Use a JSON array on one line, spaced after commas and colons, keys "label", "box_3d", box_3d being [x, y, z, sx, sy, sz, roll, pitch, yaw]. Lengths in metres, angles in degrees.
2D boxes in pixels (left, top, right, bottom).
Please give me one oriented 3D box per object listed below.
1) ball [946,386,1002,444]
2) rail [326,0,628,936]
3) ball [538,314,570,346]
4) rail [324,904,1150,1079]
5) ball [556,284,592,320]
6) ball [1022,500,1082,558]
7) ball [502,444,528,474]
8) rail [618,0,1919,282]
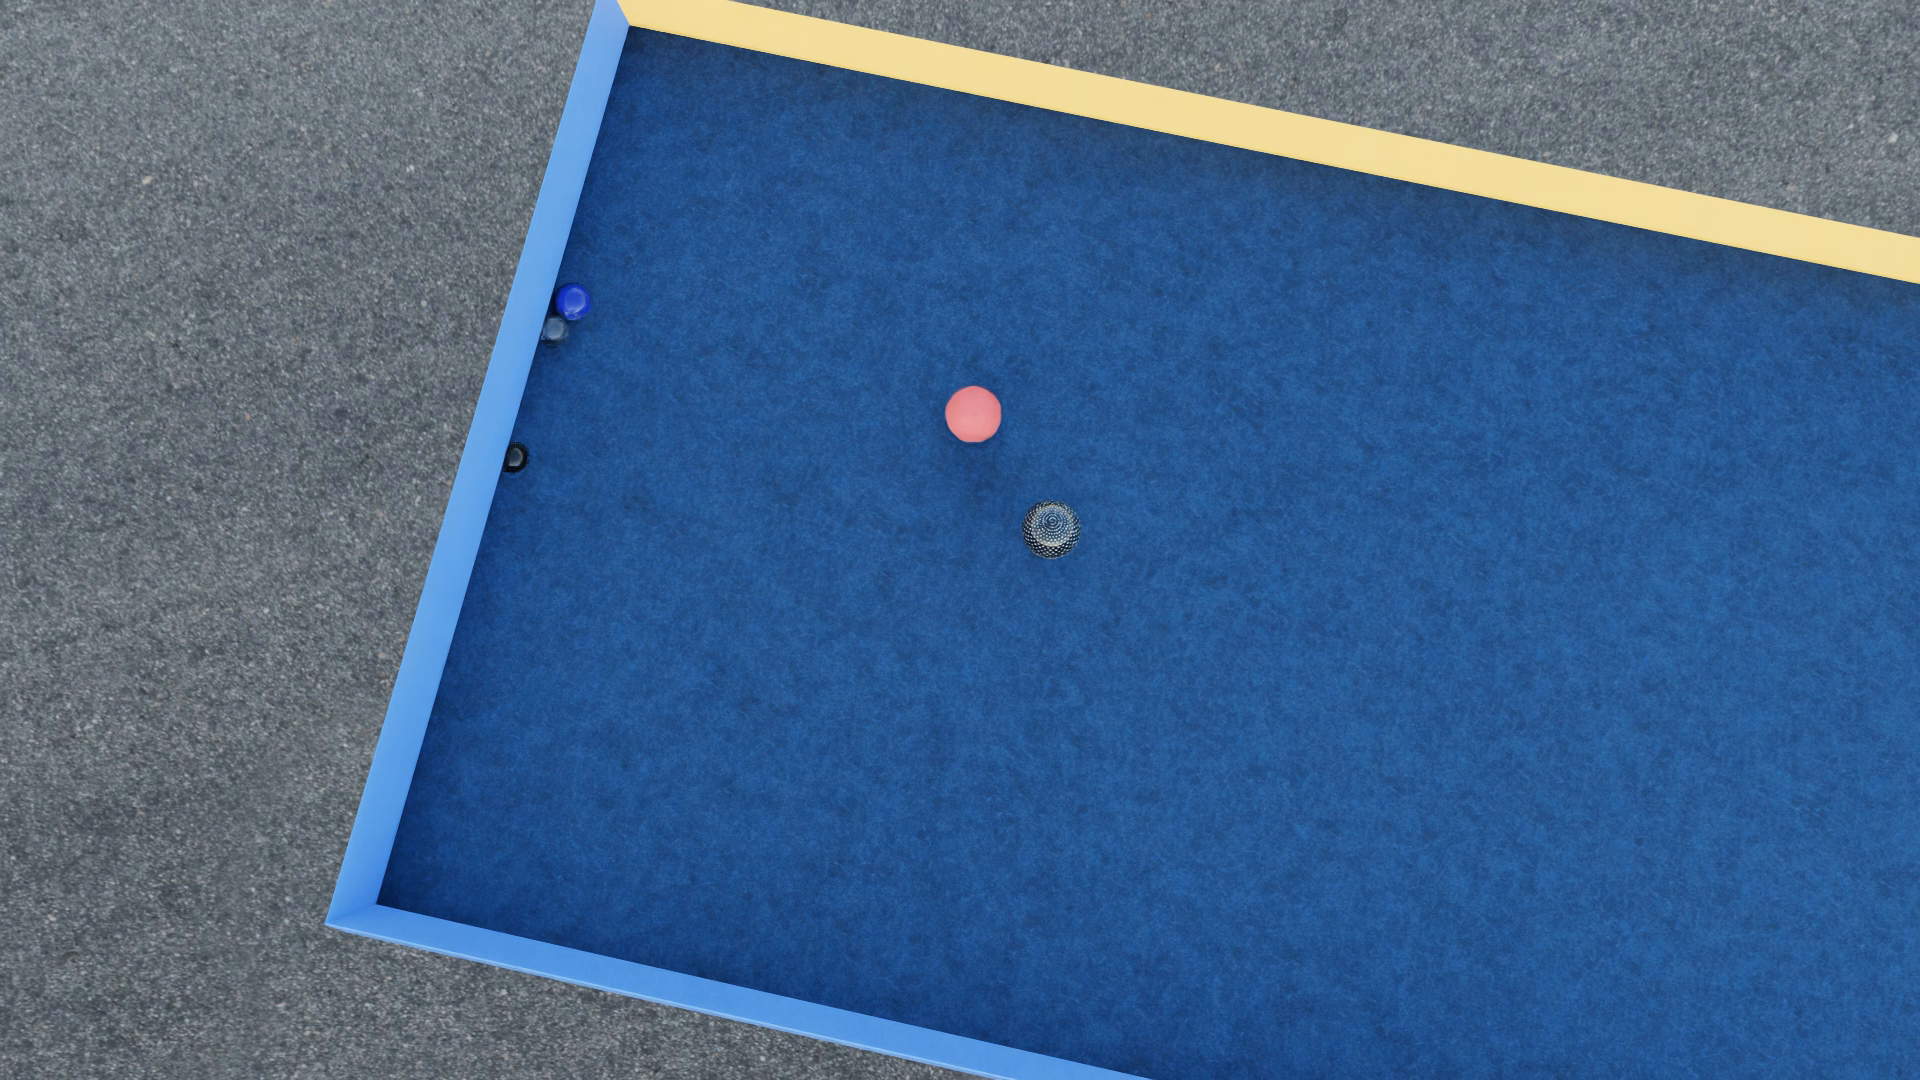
[{"label": "ball", "box_3d": [0.021, -0.194, 3.398, 0.087, 0.087, 0.087, 0, 75, 0]}, {"label": "rail", "box_3d": [-0.713, -0.159, 3.372, 0.045, 0.118, 1.538, 12, 75, 3]}, {"label": "ball", "box_3d": [-0.640, -0.329, 3.454, 0.051, 0.051, 0.051, 0, 75, 0]}, {"label": "rail", "box_3d": [0.575, 0.851, 3.094, 3.014, 0.118, 0.045, 12, 75, 3]}, {"label": "ball", "box_3d": [-0.608, -0.373, 3.463, 0.057, 0.057, 0.057, 0, 75, 0]}, {"label": "ball", "box_3d": [0.139, -0.017, 3.348, 0.091, 0.091, 0.091, 0, 75, 0]}, {"label": "ball", "box_3d": [-0.691, -0.126, 3.401, 0.046, 0.046, 0.046, 0, 75, 0]}, {"label": "rail", "box_3d": [0.896, -0.553, 3.480, 3.014, 0.118, 0.045, 12, 75, 3]}]
